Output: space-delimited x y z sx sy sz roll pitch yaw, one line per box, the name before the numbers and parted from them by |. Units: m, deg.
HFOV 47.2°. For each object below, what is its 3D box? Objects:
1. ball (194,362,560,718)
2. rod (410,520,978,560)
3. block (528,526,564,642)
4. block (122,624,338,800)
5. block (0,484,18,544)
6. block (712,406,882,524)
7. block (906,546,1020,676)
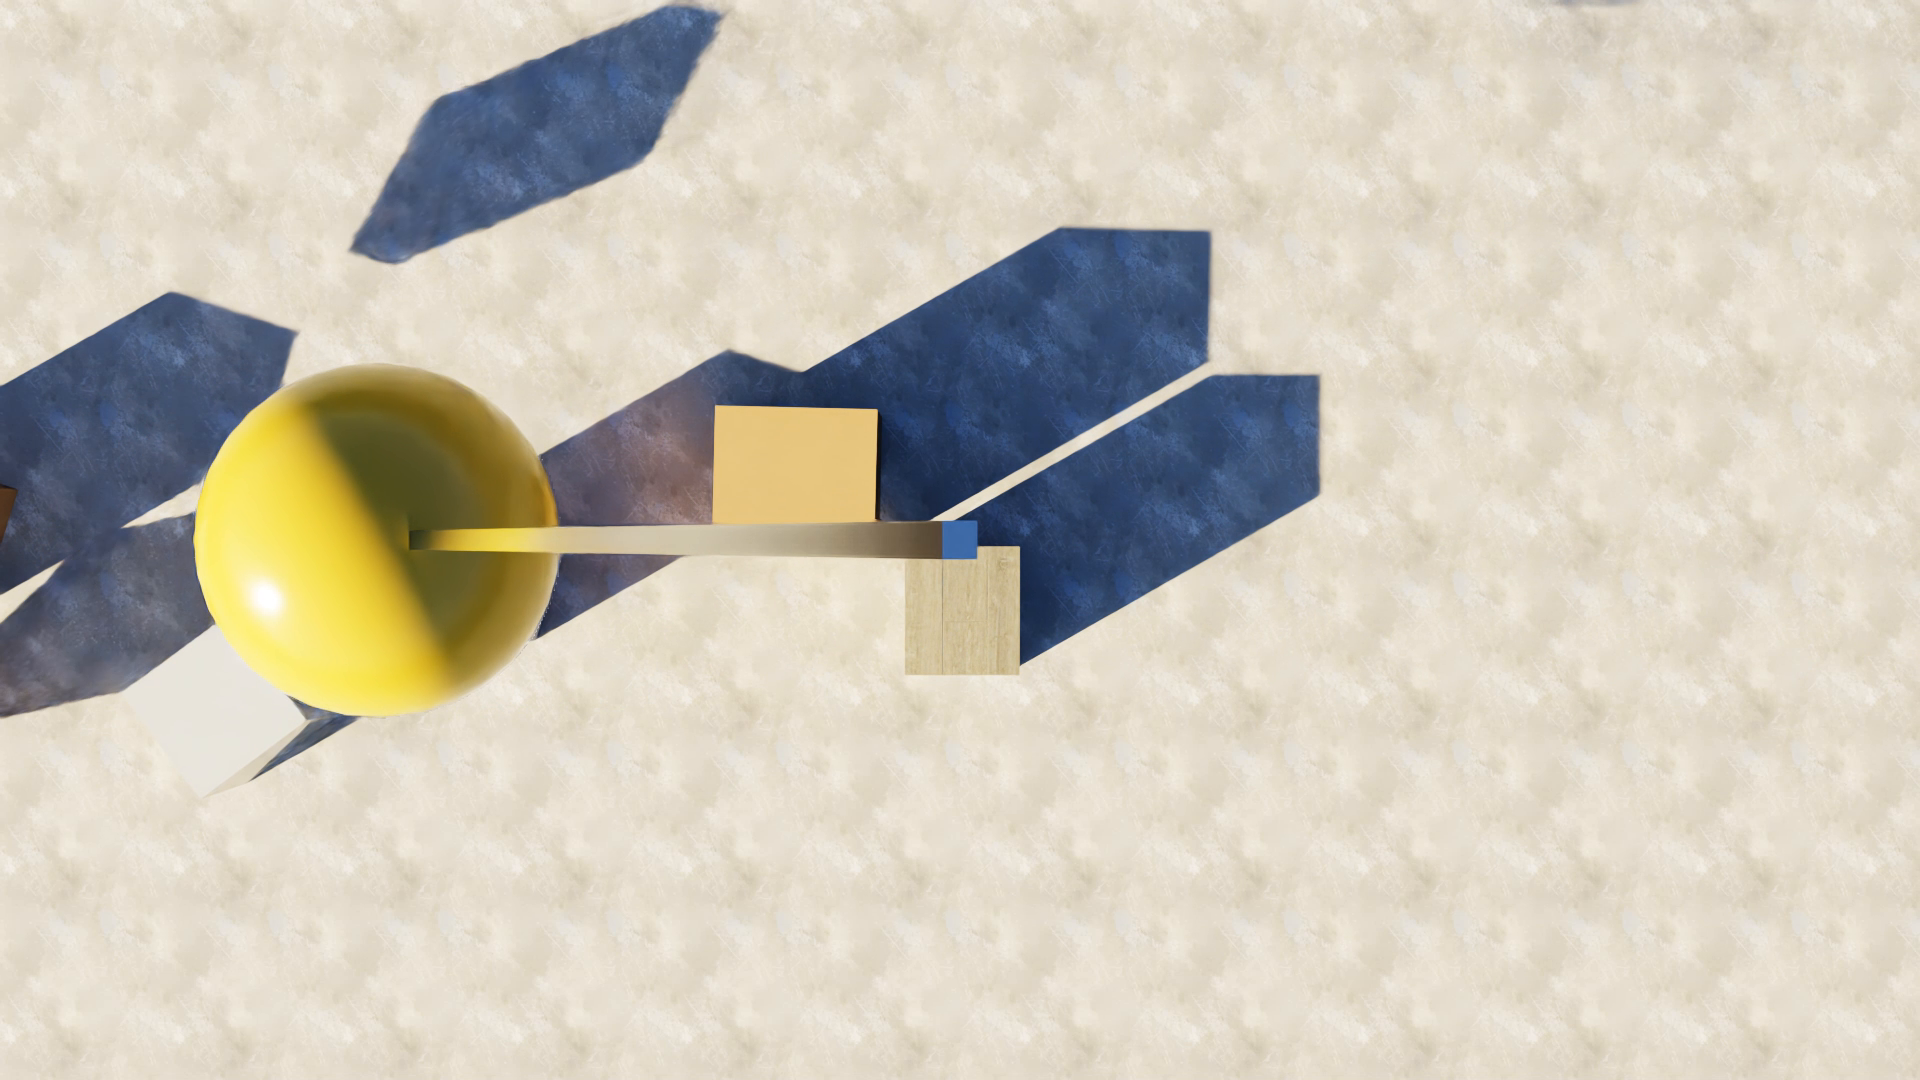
ball | -2.614 0.000 9.925 1.600 1.600 1.600 0 90 0
rod | -1.133 0.000 6.865 0.080 5.200 0.080 0 90 -26
block | -2.712 0.165 12.705 0.649 0.591 0.687 18 90 0
block | -4.146 0.929 12.611 0.735 0.779 0.733 -37 90 0
block | -6.055 -0.073 12.683 0.792 0.634 0.731 18 90 0
block | -0.921 -0.347 12.626 0.904 0.748 0.783 1 90 0
block | 0.013 0.397 12.655 0.642 0.689 0.720 0 90 0
